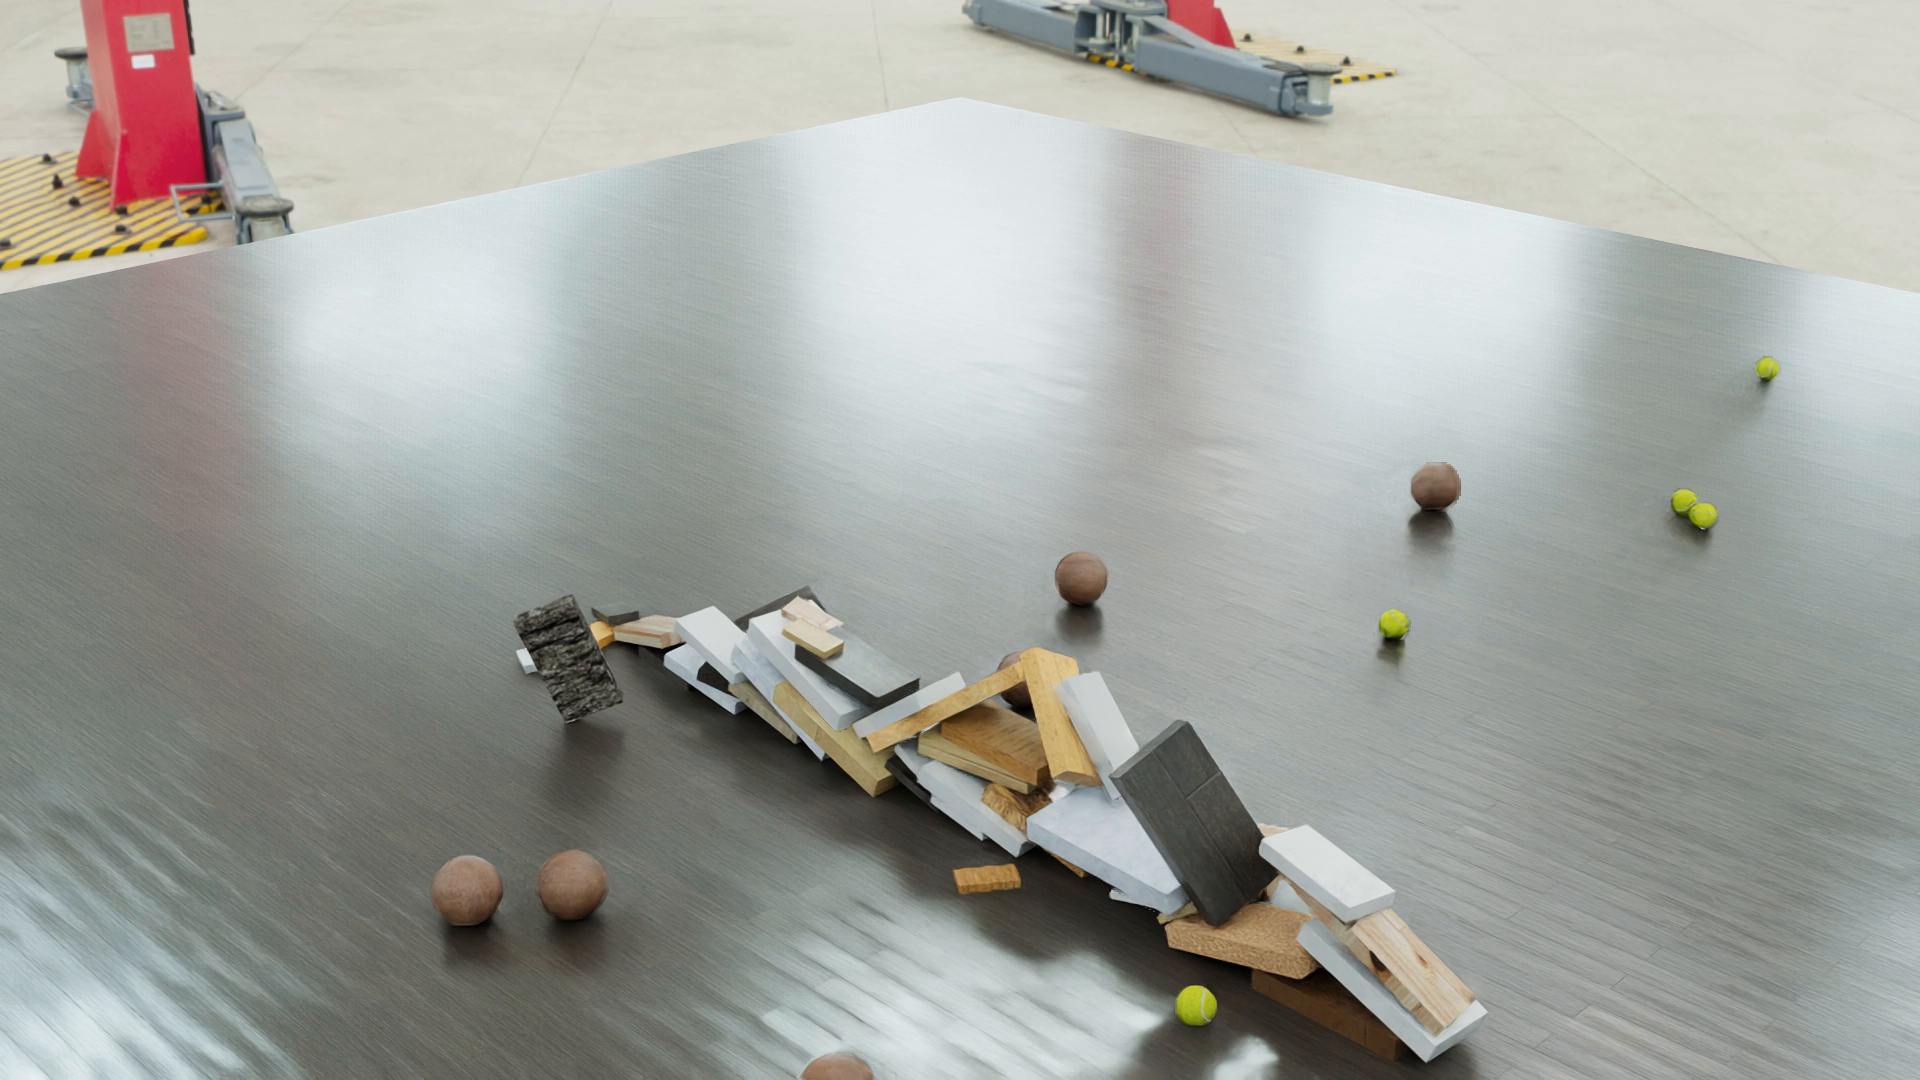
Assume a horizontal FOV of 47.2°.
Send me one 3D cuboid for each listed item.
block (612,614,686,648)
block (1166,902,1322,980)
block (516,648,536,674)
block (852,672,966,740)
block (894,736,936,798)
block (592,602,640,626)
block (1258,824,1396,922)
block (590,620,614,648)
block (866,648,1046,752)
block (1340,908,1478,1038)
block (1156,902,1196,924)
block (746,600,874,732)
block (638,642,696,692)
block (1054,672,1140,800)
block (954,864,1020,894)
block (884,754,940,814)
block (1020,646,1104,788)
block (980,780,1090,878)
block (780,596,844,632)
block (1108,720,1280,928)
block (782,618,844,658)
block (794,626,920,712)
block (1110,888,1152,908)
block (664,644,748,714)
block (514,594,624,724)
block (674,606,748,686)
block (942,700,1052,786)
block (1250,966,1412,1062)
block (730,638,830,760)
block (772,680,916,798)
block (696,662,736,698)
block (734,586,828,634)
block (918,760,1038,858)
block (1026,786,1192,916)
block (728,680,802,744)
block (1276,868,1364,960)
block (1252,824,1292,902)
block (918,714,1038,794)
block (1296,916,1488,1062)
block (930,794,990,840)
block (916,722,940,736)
[{"bbox_3d":[-0.705,0.213,5.134,0.113,0.032,0.227,-17,13,-35],"label":"block"},{"bbox_3d":[0.534,0.709,3.944,0.152,0.043,0.303,-21,17,-40],"label":"block"},{"bbox_3d":[-0.944,0.261,5.084,0.148,0.021,0.074,-17,33,-18],"label":"block"},{"bbox_3d":[-0.106,0.341,4.515,0.125,0.035,0.249,-24,-4,-38],"label":"block"},{"bbox_3d":[-0.060,0.459,4.484,0.077,0.022,0.153,-12,42,-36],"label":"block"},{"bbox_3d":[-0.827,0.176,5.274,0.074,0.021,0.148,-10,11,-23],"label":"block"},{"bbox_3d":[0.632,0.574,3.796,0.110,0.031,0.221,-11,32,-34],"label":"block"},{"bbox_3d":[-0.873,0.235,5.181,0.074,0.021,0.149,14,27,30],"label":"block"},{"bbox_3d":[-0.002,0.326,4.443,0.398,0.038,0.133,-28,-4,32],"label":"block"},{"bbox_3d":[0.756,0.722,3.702,0.221,0.031,0.110,46,42,19],"label":"block"},{"bbox_3d":[0.420,0.674,4.039,0.060,0.017,0.120,-21,-8,-40],"label":"block"},{"bbox_3d":[-0.292,0.265,4.701,0.166,0.047,0.331,-17,48,-38],"label":"block"},{"bbox_3d":[-0.634,0.278,5.064,0.113,0.032,0.227,-16,28,-33],"label":"block"},{"bbox_3d":[0.284,0.380,4.289,0.035,0.249,0.125,-36,-17,30],"label":"block"},{"bbox_3d":[0.052,0.648,4.211,0.120,0.017,0.060,-4,23,-9],"label":"block"},{"bbox_3d":[-0.074,0.491,4.509,0.153,0.022,0.076,38,39,25],"label":"block"},{"bbox_3d":[0.203,0.346,4.289,0.133,0.038,0.266,19,48,-47],"label":"block"},{"bbox_3d":[0.186,0.549,4.325,0.268,0.038,0.134,35,38,28],"label":"block"},{"bbox_3d":[-0.320,0.171,4.758,0.122,0.017,0.061,30,38,16],"label":"block"},{"bbox_3d":[0.427,0.509,3.949,0.167,0.335,0.047,-37,11,-17],"label":"block"},{"bbox_3d":[-0.311,0.208,4.650,0.122,0.017,0.061,27,35,31],"label":"block"},{"bbox_3d":[-0.217,0.268,4.619,0.249,0.035,0.125,30,37,34],"label":"block"},{"bbox_3d":[0.350,0.668,4.134,0.120,0.017,0.060,7,14,34],"label":"block"},{"bbox_3d":[-0.545,0.304,4.938,0.227,0.032,0.113,31,36,29],"label":"block"},{"bbox_3d":[-0.847,0.259,4.766,0.135,0.269,0.038,-21,27,3],"label":"block"},{"bbox_3d":[-0.524,0.232,4.870,0.108,0.031,0.217,-20,47,-40],"label":"block"},{"bbox_3d":[0.103,0.402,4.382,0.133,0.038,0.266,-20,32,-40],"label":"block"},{"bbox_3d":[0.676,0.794,3.834,0.152,0.043,0.303,-21,31,-41],"label":"block"},{"bbox_3d":[-0.331,0.324,4.767,0.166,0.047,0.331,-20,54,-40],"label":"block"},{"bbox_3d":[-0.226,0.394,4.635,0.166,0.047,0.331,-21,50,-41],"label":"block"},{"bbox_3d":[-0.463,0.315,4.885,0.217,0.031,0.108,23,33,13],"label":"block"},{"bbox_3d":[-0.418,0.213,5.104,0.280,0.038,0.135,-26,78,-46],"label":"block"},{"bbox_3d":[0.059,0.518,4.392,0.268,0.038,0.134,35,37,26],"label":"block"},{"bbox_3d":[0.314,0.576,4.141,0.167,0.047,0.375,-26,32,-34],"label":"block"},{"bbox_3d":[-0.392,0.355,4.795,0.217,0.031,0.108,35,39,28],"label":"block"},{"bbox_3d":[0.663,0.626,3.827,0.110,0.031,0.220,-11,44,-35],"label":"block"},{"bbox_3d":[0.453,0.592,4.181,0.335,0.047,0.167,6,31,27],"label":"block"},{"bbox_3d":[0.063,0.426,4.419,0.268,0.038,0.134,18,28,32],"label":"block"},{"bbox_3d":[0.738,0.746,3.763,0.152,0.043,0.303,-18,48,-40],"label":"block"},{"bbox_3d":[0.021,0.544,4.416,0.076,0.022,0.153,-17,37,-40],"label":"block"},{"bbox_3d":[-0.071,0.408,4.776,0.061,0.017,0.122,-14,27,-31],"label":"block"}]
